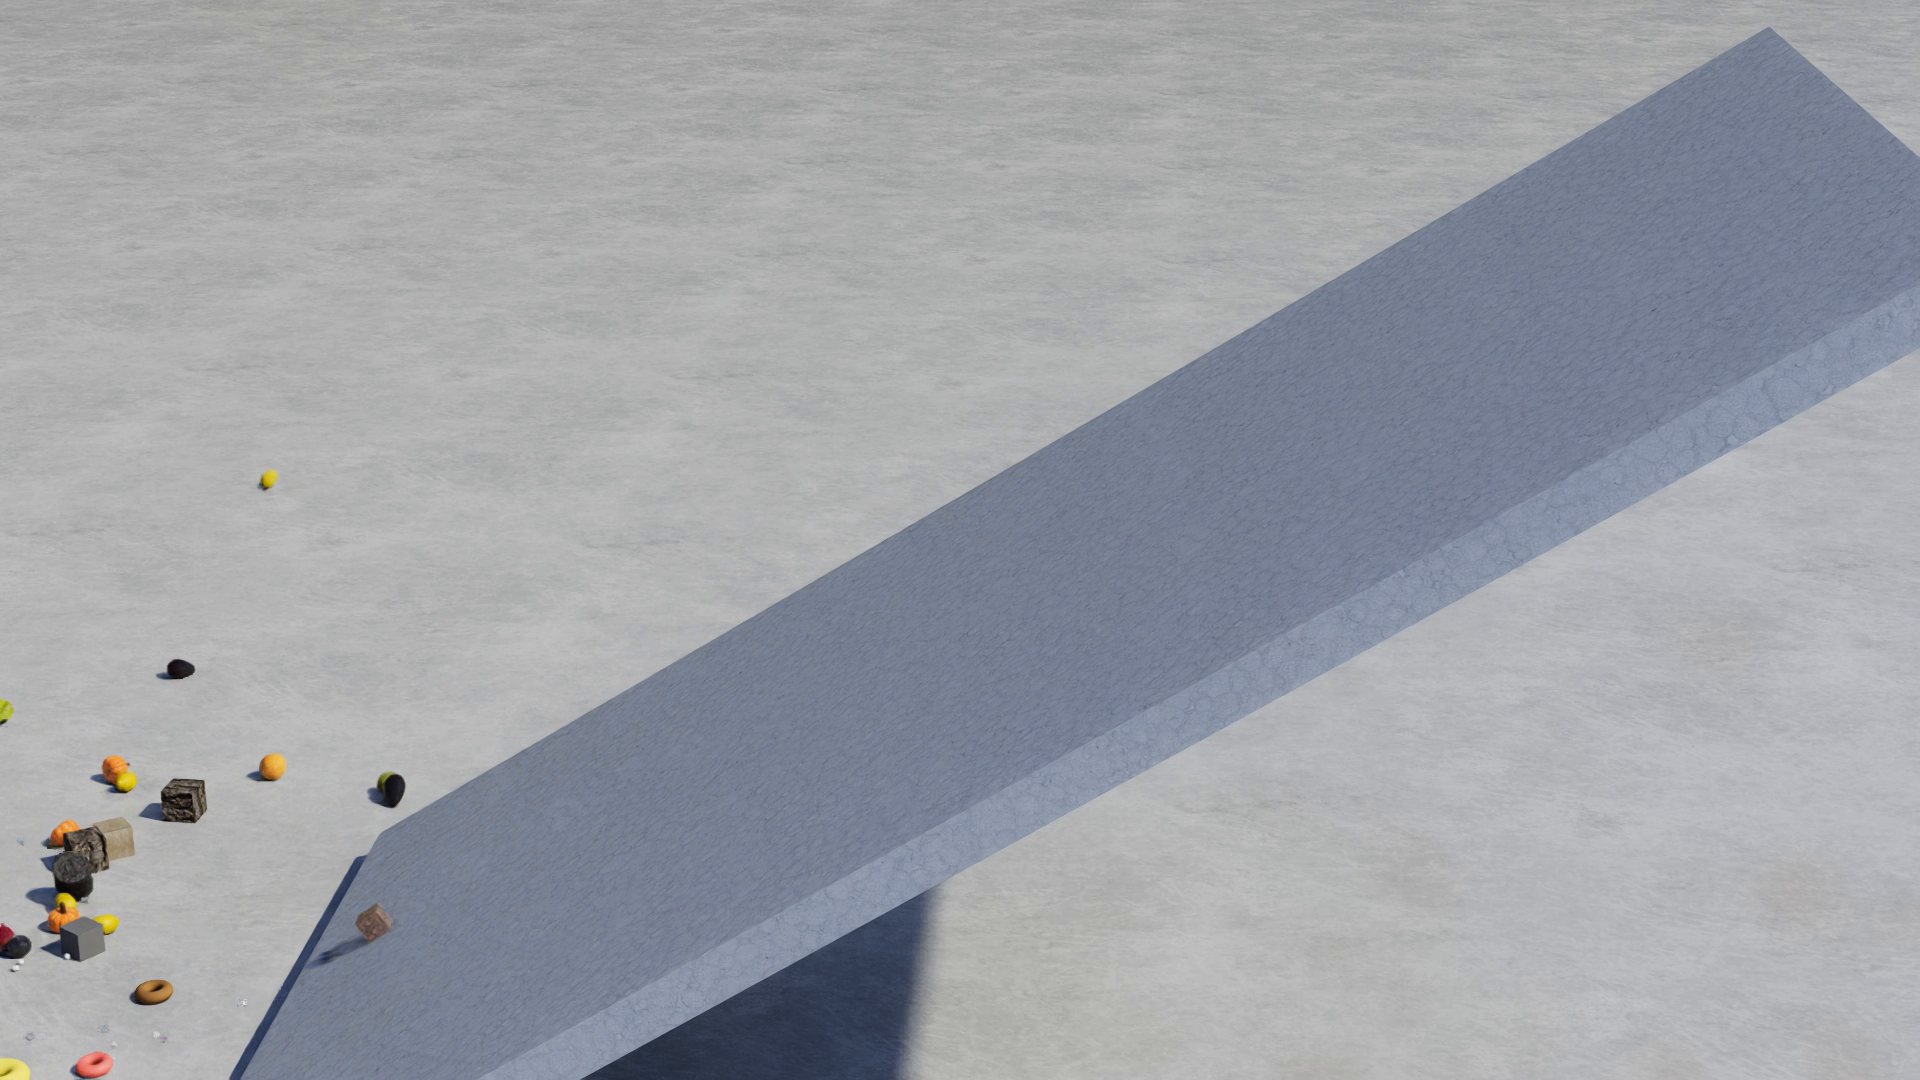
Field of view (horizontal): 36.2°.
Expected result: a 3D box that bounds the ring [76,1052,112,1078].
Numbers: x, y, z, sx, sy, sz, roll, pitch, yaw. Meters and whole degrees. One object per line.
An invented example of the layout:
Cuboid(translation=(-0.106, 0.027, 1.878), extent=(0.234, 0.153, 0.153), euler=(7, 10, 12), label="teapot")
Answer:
Cuboid(translation=(-1.969, 1.194, 6.688), extent=(0.083, 0.028, 0.083), euler=(-1, 24, 0), label="ring")

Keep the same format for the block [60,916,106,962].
Cuboid(translation=(-2.154, 0.979, 7.218), extent=(0.073, 0.073, 0.073), euler=(15, 25, 36), label="block")

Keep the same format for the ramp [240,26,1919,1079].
Cuboid(translation=(0.141, 0.169, 6.291), extent=(4.000, 0.100, 2.000), euler=(-30, 15, 13), label="ramp")

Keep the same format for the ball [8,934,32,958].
Cuboid(translation=(-2.303, 0.994, 7.201), extent=(0.056, 0.056, 0.056), euler=(0, 20, 0), label="ball")

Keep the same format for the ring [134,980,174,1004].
Cuboid(translation=(-1.921, 1.077, 7.011), extent=(0.089, 0.030, 0.089), euler=(-1, 21, 0), label="ring")

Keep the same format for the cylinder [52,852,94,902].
Cuboid(translation=(-2.255, 0.858, 7.481), extent=(0.090, 0.090, 0.090), euler=(4, 50, -5), label="cylinder")

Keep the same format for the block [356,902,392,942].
Cuboid(translation=(-1.364, 0.891, 6.850), extent=(0.058, 0.058, 0.058), euler=(-33, 15, 3), label="block")

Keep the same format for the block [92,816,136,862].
Cuboid(translation=(-2.227, 0.788, 7.741), extent=(0.081, 0.081, 0.081), euler=(-12, 23, -31), label="block")

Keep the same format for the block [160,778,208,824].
Cuboid(translation=(-2.100, 0.705, 7.958), extent=(0.089, 0.089, 0.089), euler=(3, 20, 8), label="block")

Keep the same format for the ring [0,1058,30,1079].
Cuboid(translation=(-2.162, 1.210, 6.616), extent=(0.137, 0.046, 0.137), euler=(-1, 18, 0), label="ring")

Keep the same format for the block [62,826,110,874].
Cuboid(translation=(-2.277, 0.811, 7.663), extent=(0.089, 0.089, 0.089), euler=(-11, 23, -29), label="block")
